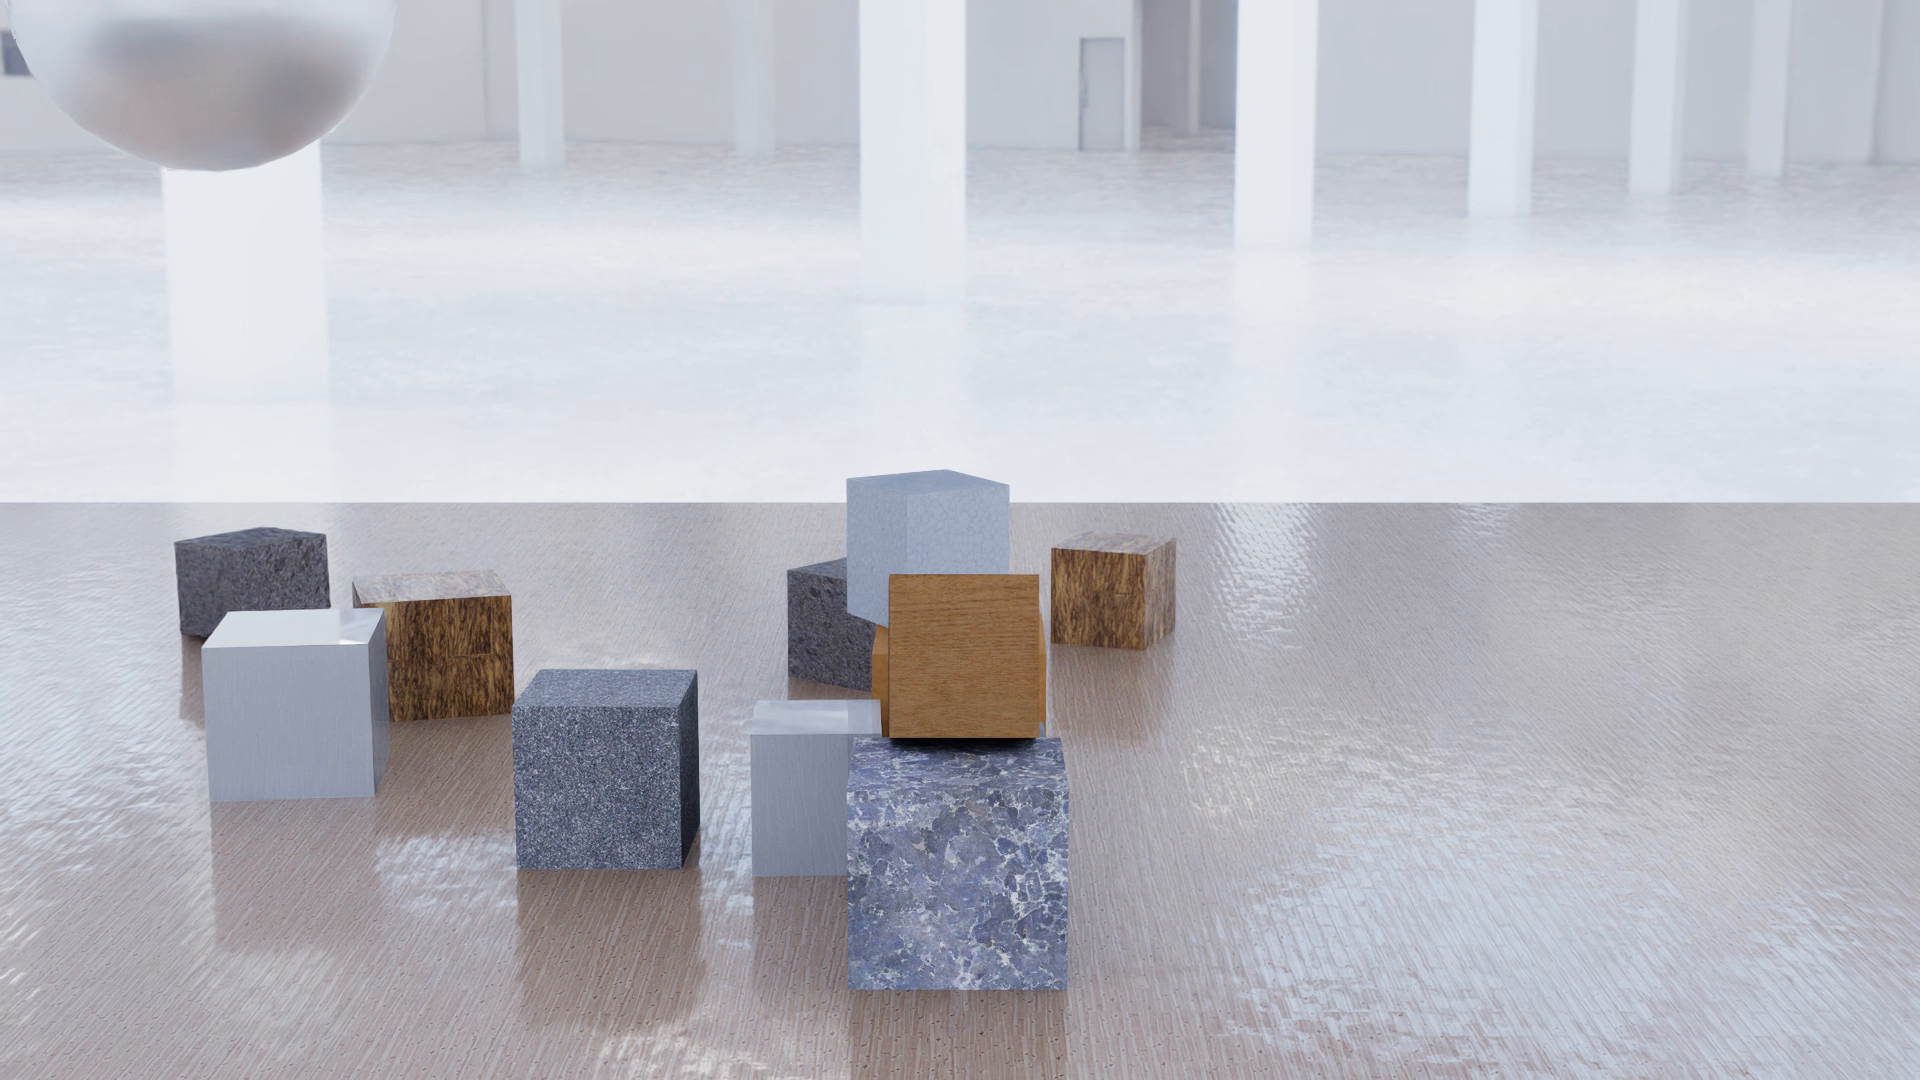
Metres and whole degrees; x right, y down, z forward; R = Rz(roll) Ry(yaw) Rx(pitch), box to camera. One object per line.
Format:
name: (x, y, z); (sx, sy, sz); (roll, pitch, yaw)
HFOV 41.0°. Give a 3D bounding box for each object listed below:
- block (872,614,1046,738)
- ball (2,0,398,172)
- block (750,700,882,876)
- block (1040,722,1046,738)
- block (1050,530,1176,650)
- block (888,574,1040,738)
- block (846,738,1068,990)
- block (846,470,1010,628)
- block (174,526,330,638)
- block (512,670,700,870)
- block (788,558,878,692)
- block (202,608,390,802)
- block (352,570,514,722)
block: (0.000, 0.867, 12.408); (0.809, 0.854, 0.926); (0, 10, 0)
ball: (-3.174, -2.348, 10.753); (1.600, 1.600, 1.600); (0, 10, 0)
block: (-0.645, 1.115, 11.625); (0.576, 0.647, 0.625); (0, 10, -2)
block: (0.034, 1.200, 11.010); (0.664, 0.700, 0.633); (0, 10, 0)
block: (0.971, 0.311, 16.171); (0.613, 0.603, 0.653); (4, 11, 21)
block: (0.006, 0.491, 10.680); (0.605, 0.659, 0.677); (0, -4, -2)
block: (-0.009, 1.282, 10.288); (0.850, 0.797, 0.808); (0, 10, 0)
block: (-0.160, 0.048, 12.627); (0.577, 0.679, 0.597); (-6, 12, -31)
block: (-4.499, 0.278, 16.336); (0.631, 0.592, 0.691); (6, 12, 36)
block: (-1.607, 1.040, 11.758); (0.739, 0.748, 0.722); (0, 10, 1)
block: (-0.526, 0.480, 15.141); (0.690, 0.638, 0.696); (8, 13, 39)
block: (-3.325, 0.816, 12.925); (0.790, 0.771, 0.855); (-1, 10, -7)
block: (-2.974, 0.587, 14.460); (0.806, 0.672, 0.787); (-3, 11, -17)
